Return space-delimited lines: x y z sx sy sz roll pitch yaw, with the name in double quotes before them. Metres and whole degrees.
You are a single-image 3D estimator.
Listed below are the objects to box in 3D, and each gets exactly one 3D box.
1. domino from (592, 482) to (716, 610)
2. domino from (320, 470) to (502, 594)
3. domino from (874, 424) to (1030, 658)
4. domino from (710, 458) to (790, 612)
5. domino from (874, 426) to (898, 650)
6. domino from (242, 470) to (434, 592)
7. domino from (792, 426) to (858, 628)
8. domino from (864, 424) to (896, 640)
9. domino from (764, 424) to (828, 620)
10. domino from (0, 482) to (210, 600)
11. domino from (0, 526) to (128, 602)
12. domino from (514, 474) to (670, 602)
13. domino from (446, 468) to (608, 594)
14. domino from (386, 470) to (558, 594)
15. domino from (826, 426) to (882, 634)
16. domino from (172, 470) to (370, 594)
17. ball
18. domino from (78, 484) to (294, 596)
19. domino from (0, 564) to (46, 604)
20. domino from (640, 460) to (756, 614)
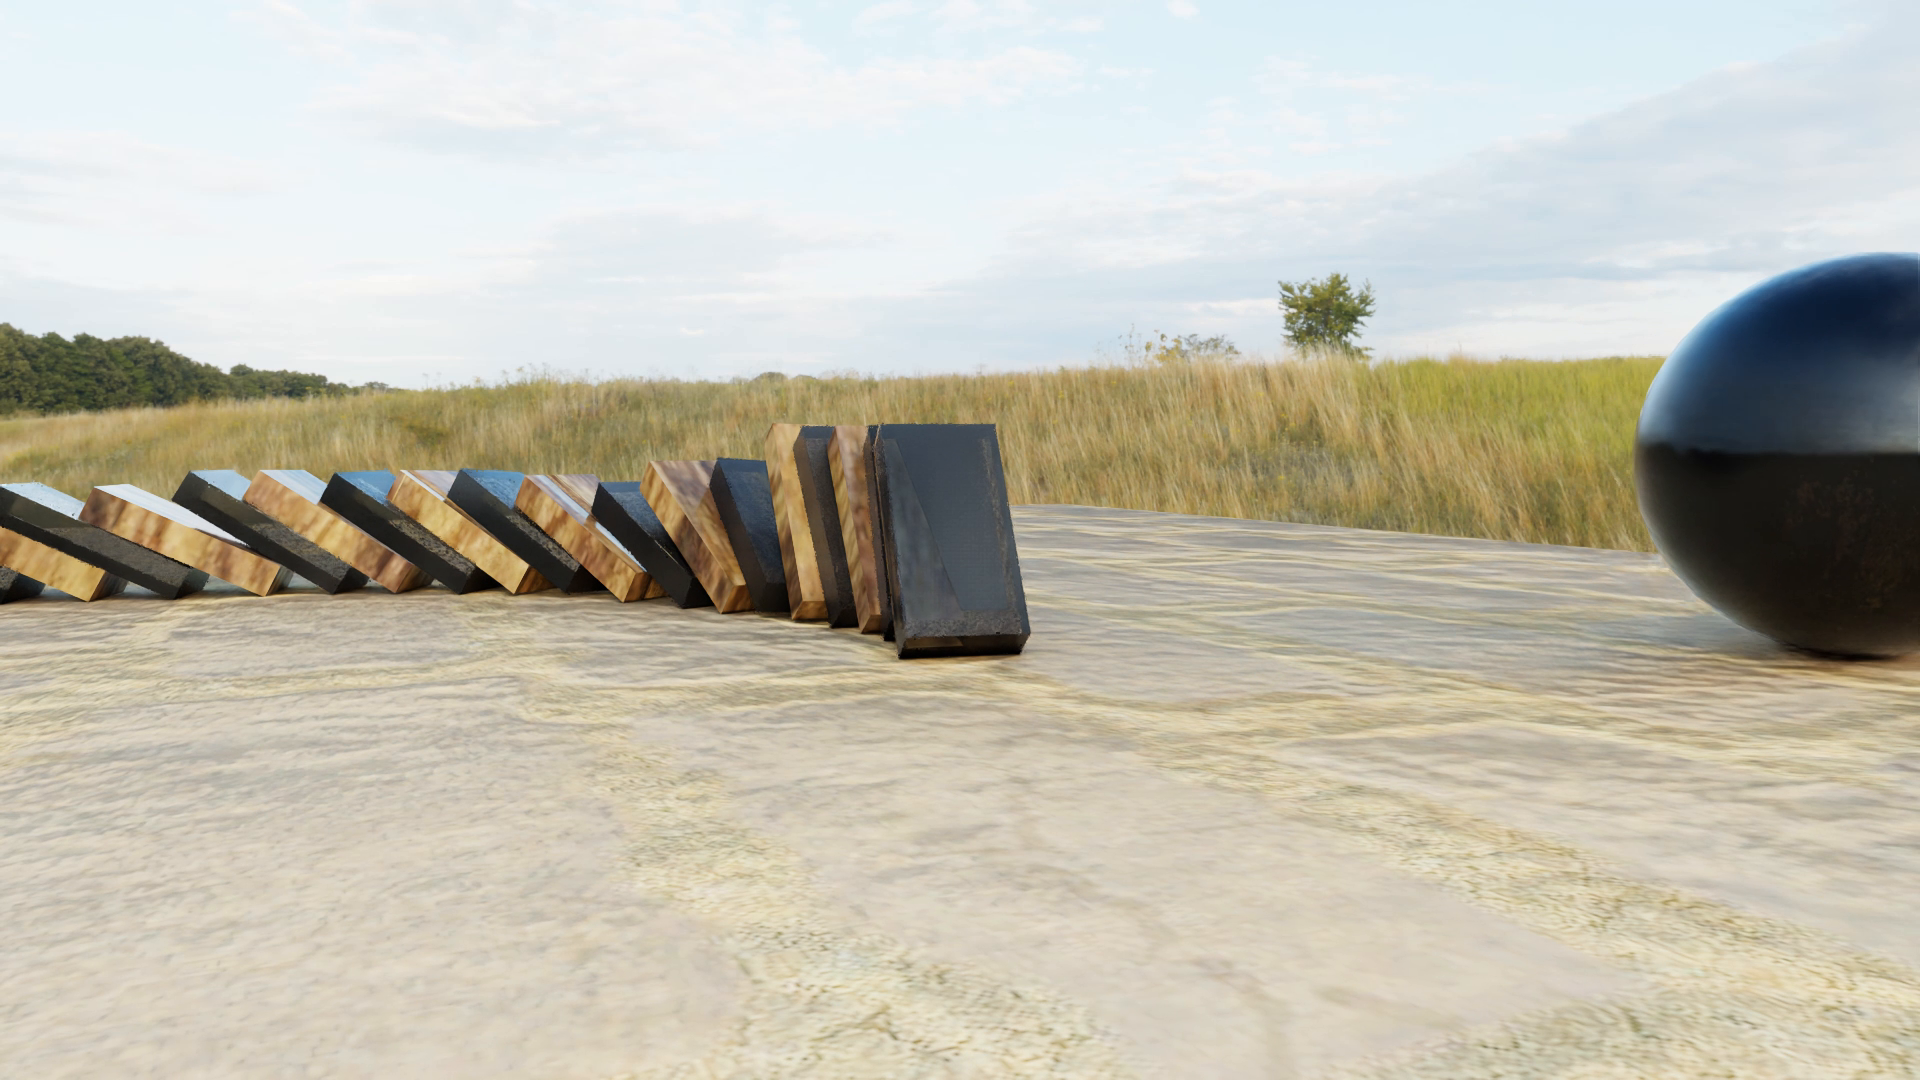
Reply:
"domino" -0.077 0.000 0.352 0.025 0.010 0.050 -4 34 -46
"domino" -0.158 -0.003 0.376 0.050 0.010 0.025 33 9 6
"domino" -0.002 -0.001 0.266 0.025 0.050 0.009 -1 -30 -13
"domino" -0.046 -0.002 0.332 0.025 0.009 0.050 2 39 -30
"domino" -0.003 -0.002 0.277 0.025 0.050 0.010 -1 -30 -13
"domino" -0.178 -0.003 0.374 0.050 0.010 0.025 32 2 -2
"domino" -0.023 -0.004 0.309 0.025 0.050 0.010 -2 -29 -25
"domino" -0.007 -0.002 0.288 0.025 0.050 0.009 -1 -30 -13
"domino" -0.032 -0.005 0.318 0.025 0.050 0.010 0 -30 -25
"domino" -0.237 0.000 0.356 0.050 0.010 0.025 28 -3 -15
"domino" -0.257 0.000 0.351 0.050 0.009 0.025 28 -3 -15
"domino" -0.100 -0.001 0.362 0.050 0.010 0.025 36 21 25
"domino" -0.121 -0.003 0.371 0.050 0.010 0.025 35 13 19
"domino" -0.139 -0.003 0.375 0.050 0.009 0.025 34 11 13
"domino" -0.014 -0.003 0.299 0.025 0.050 0.009 -2 -29 -21
"domino" -0.196 -0.003 0.371 0.050 0.009 0.025 32 1 -7
"ball" 0.179 -0.017 0.256 0.080 0.080 0.080 0 4 0
"domino" -0.216 0.000 0.363 0.050 0.010 0.025 27 -3 -15
"domino" -0.276 0.001 0.345 0.050 0.010 0.025 28 -3 -15
"domino" -0.062 -0.002 0.340 0.025 0.009 0.050 -4 43 -43
